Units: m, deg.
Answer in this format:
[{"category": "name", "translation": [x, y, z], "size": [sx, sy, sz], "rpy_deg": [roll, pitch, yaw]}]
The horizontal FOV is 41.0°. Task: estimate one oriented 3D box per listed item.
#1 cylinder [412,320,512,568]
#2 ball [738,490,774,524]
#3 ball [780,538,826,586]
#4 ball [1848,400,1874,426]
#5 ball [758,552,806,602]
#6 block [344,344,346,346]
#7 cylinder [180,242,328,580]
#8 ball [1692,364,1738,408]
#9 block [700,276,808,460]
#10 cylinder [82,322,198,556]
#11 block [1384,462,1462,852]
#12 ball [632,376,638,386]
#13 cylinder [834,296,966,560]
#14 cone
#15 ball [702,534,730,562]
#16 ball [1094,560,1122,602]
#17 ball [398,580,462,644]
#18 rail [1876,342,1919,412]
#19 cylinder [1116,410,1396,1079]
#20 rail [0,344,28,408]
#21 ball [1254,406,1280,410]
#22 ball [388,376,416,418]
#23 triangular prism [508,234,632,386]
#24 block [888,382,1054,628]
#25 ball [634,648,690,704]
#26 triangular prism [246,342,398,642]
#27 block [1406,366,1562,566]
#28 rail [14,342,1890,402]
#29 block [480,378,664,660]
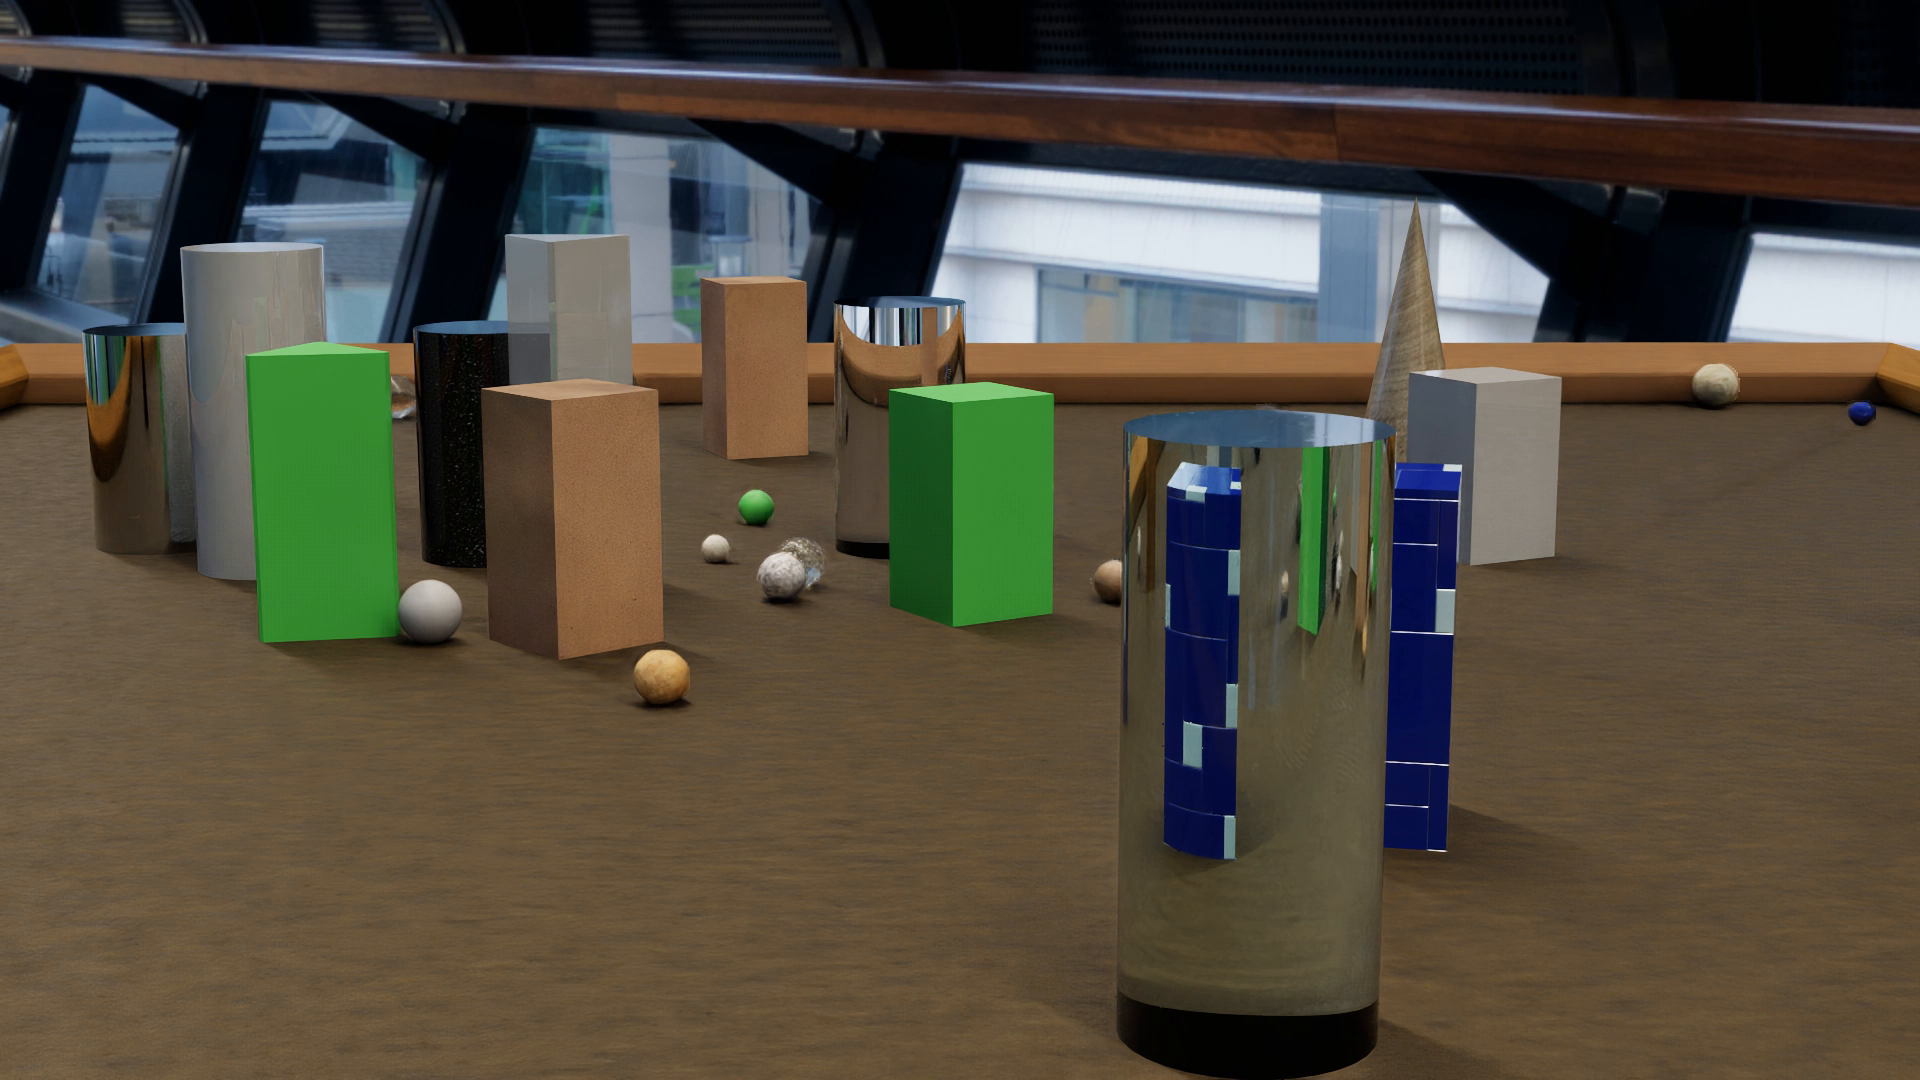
[{"category": "cylinder", "translation": [-0.710, -0.146, 3.835], "size": [0.199, 0.345, 0.199], "rpy_deg": [0, 10, 0]}, {"category": "ball", "translation": [-0.327, -0.053, 4.122], "size": [0.056, 0.056, 0.056], "rpy_deg": [0, 10, 0]}, {"category": "ball", "translation": [-0.224, 0.032, 3.629], "size": [0.070, 0.070, 0.070], "rpy_deg": [0, 10, 0]}, {"category": "ball", "translation": [1.849, -0.260, 5.261], "size": [0.050, 0.050, 0.050], "rpy_deg": [0, 10, 0]}, {"category": "ball", "translation": [-0.246, 0.051, 3.534], "size": [0.066, 0.066, 0.066], "rpy_deg": [0, 10, 0]}, {"category": "block", "translation": [-1.089, -0.194, 4.353], "size": [0.160, 0.251, 0.160], "rpy_deg": [-6, 12, -31]}, {"category": "cylinder", "translation": [-1.019, -0.191, 3.735], "size": [0.199, 0.469, 0.199], "rpy_deg": [0, 10, 0]}, {"category": "ball", "translation": [1.627, -0.333, 5.529], "size": [0.096, 0.096, 0.096], "rpy_deg": [0, 10, 0]}, {"category": "block", "translation": [-0.391, -0.330, 4.878], "size": [0.160, 0.328, 0.160], "rpy_deg": [-4, 11, -22]}, {"category": "cylinder", "translation": [-1.232, -0.158, 3.936], "size": [0.199, 0.331, 0.199], "rpy_deg": [0, 10, 0]}, {"category": "block", "translation": [0.395, 0.106, 2.471], "size": [0.160, 0.343, 0.160], "rpy_deg": [2, 11, 12]}, {"category": "ball", "translation": [-0.733, -0.325, 5.527], "size": [0.081, 0.081, 0.081], "rpy_deg": [0, 10, 0]}, {"category": "cylinder", "translation": [-0.091, -0.174, 3.897], "size": [0.199, 0.376, 0.199], "rpy_deg": [0, 10, 0]}, {"category": "cone", "translation": [0.817, -0.372, 4.638], "size": [0.199, 0.497, 0.199], "rpy_deg": [0, 10, 0]}, {"category": "ball", "translation": [-0.363, 0.013, 3.808], "size": [0.041, 0.041, 0.041], "rpy_deg": [0, 10, 0]}, {"category": "ball", "translation": [0.212, 0.057, 3.527], "size": [0.057, 0.057, 0.057], "rpy_deg": [0, 10, 0]}, {"category": "ball", "translation": [-0.676, 0.091, 3.274], "size": [0.082, 0.082, 0.082], "rpy_deg": [0, 10, 0]}, {"category": "rail", "translation": [2.024, 0.031, 3.460], "size": [0.045, 0.130, 4.388], "rpy_deg": [0, 10, 0]}, {"category": "cylinder", "translation": [0.219, 0.146, 1.922], "size": [0.199, 0.465, 0.199], "rpy_deg": [0, 10, 0]}, {"category": "rail", "translation": [-2.024, 0.035, 3.437], "size": [0.045, 0.130, 4.388], "rpy_deg": [0, 10, 0]}, {"category": "ball", "translation": [0.580, -0.208, 4.859], "size": [0.094, 0.094, 0.094], "rpy_deg": [0, 10, 0]}, {"category": "ball", "translation": [-1.179, -0.298, 5.361], "size": [0.088, 0.088, 0.088], "rpy_deg": [0, 10, 0]}, {"category": "triangular prism", "translation": [-0.578, -0.185, 3.644], "size": [0.150, 0.490, 0.173], "rpy_deg": [6, 12, 30]}, {"category": "block", "translation": [0.014, -0.052, 3.453], "size": [0.160, 0.297, 0.160], "rpy_deg": [-7, 12, -32]}, {"category": "ball", "translation": [-0.345, 0.158, 2.960], "size": [0.064, 0.064, 0.064], "rpy_deg": [0, 10, 0]}, {"category": "triangular prism", "translation": [-0.827, -0.067, 3.341], "size": [0.173, 0.368, 0.150], "rpy_deg": [-2, 11, -12]}, {"category": "block", "translation": [0.786, -0.115, 3.867], "size": [0.160, 0.270, 0.160], "rpy_deg": [-5, 12, -27]}, {"category": "rail", "translation": [-0.013, -0.361, 5.583], "size": [4.096, 0.130, 0.045], "rpy_deg": [0, 10, 0]}, {"category": "block", "translation": [-0.493, -0.031, 3.265], "size": [0.160, 0.325, 0.160], "rpy_deg": [-9, 14, -41]}]
